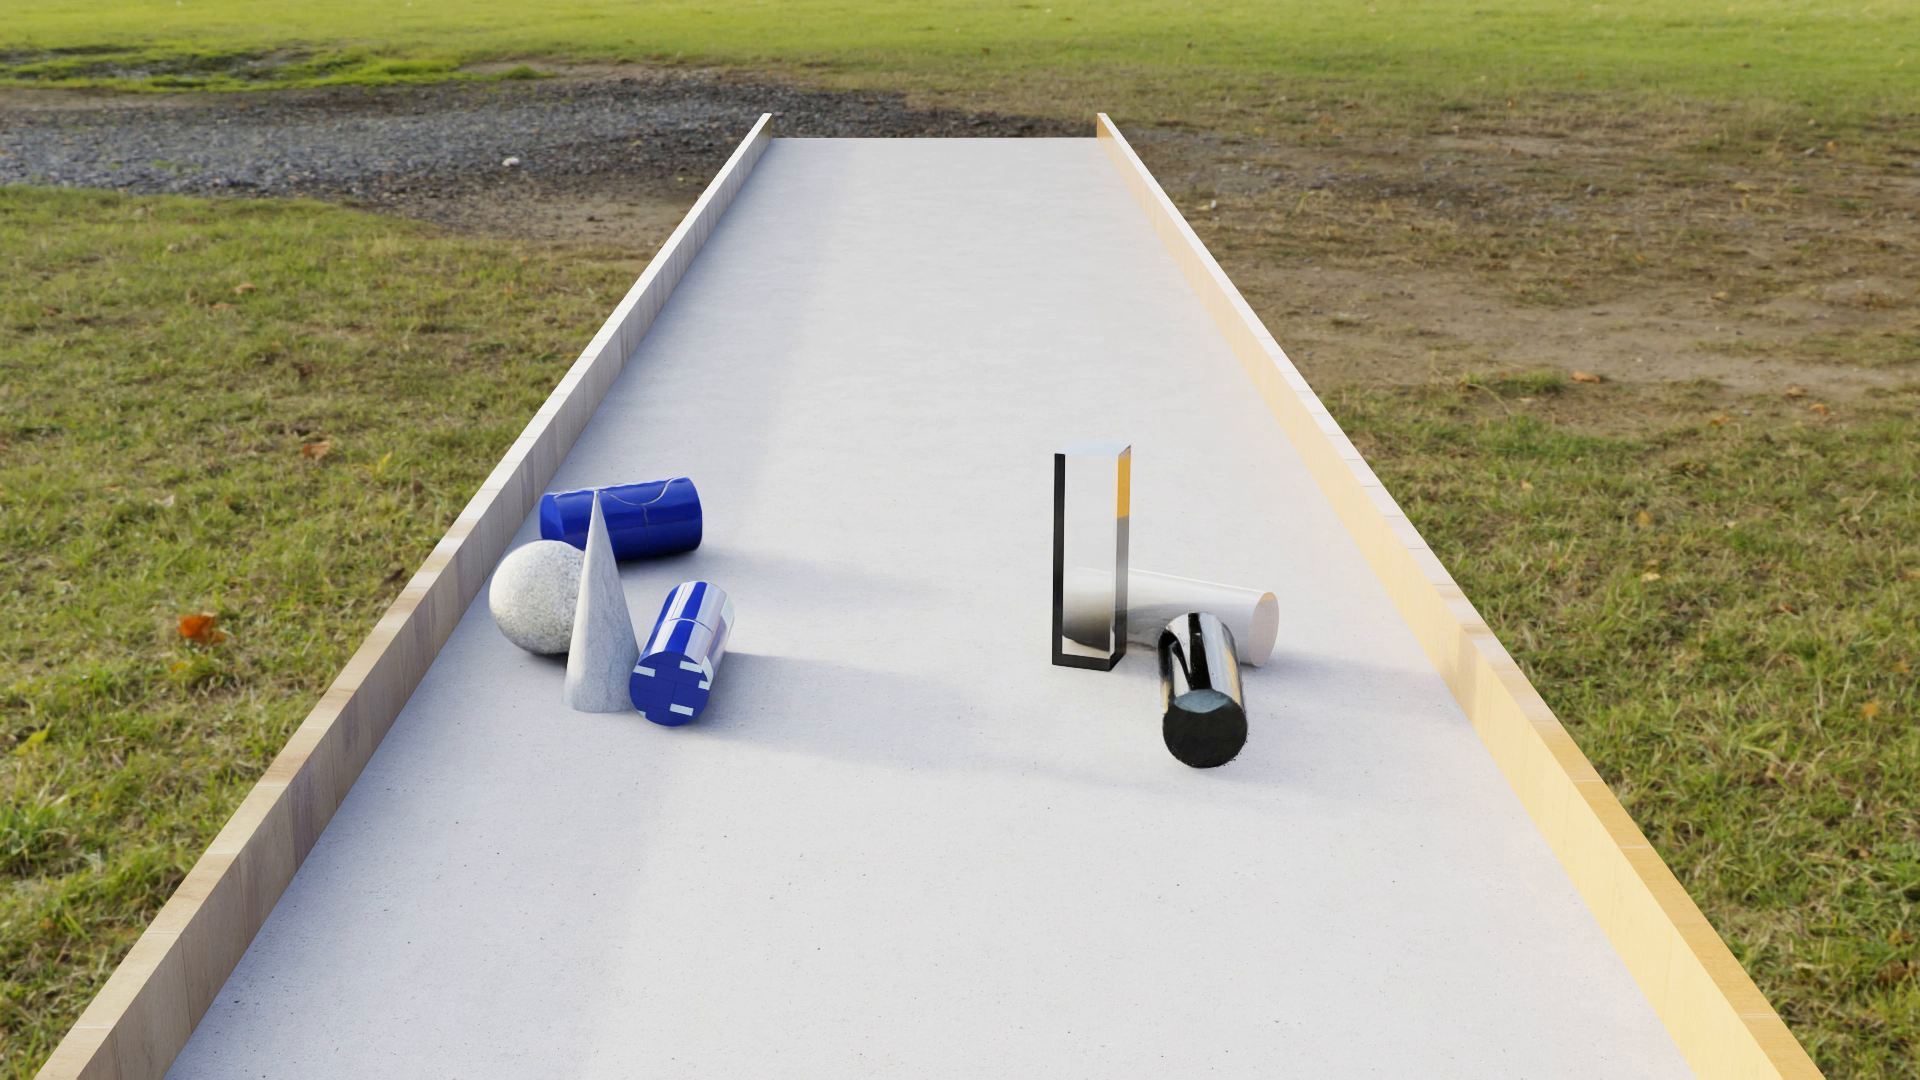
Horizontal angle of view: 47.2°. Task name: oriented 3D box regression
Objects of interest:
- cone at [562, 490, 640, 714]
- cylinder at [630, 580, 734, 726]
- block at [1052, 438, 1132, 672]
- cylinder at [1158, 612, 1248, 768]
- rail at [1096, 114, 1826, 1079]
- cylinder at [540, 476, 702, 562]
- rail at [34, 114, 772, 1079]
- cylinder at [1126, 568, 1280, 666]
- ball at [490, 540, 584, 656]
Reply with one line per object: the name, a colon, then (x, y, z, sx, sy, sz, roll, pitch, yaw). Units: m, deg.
cone: (-0.678, 0.101, 4.152, 0.168, 0.418, 0.168, 0, 17, 0)
cylinder: (-0.532, 0.213, 4.251, 0.148, 0.148, 0.427, 0, 17, 1)
block: (0.260, 0.030, 4.361, 0.120, 0.436, 0.120, 6, 18, 19)
cylinder: (0.443, 0.271, 4.053, 0.150, 0.150, 0.421, 1, 17, 4)
rail: (0.932, -0.844, 7.801, 0.050, 0.150, 12.000, 0, 17, -1)
cylinder: (-0.778, -0.040, 5.053, 0.330, 0.175, 0.175, -9, 19, -27)
rail: (-1.118, -0.838, 7.780, 0.050, 0.150, 12.000, 0, 17, -1)
cylinder: (0.429, 0.147, 4.468, 0.409, 0.151, 0.151, 10, 19, 30)
ball: (-0.829, 0.116, 4.429, 0.232, 0.232, 0.232, 0, 17, 0)
